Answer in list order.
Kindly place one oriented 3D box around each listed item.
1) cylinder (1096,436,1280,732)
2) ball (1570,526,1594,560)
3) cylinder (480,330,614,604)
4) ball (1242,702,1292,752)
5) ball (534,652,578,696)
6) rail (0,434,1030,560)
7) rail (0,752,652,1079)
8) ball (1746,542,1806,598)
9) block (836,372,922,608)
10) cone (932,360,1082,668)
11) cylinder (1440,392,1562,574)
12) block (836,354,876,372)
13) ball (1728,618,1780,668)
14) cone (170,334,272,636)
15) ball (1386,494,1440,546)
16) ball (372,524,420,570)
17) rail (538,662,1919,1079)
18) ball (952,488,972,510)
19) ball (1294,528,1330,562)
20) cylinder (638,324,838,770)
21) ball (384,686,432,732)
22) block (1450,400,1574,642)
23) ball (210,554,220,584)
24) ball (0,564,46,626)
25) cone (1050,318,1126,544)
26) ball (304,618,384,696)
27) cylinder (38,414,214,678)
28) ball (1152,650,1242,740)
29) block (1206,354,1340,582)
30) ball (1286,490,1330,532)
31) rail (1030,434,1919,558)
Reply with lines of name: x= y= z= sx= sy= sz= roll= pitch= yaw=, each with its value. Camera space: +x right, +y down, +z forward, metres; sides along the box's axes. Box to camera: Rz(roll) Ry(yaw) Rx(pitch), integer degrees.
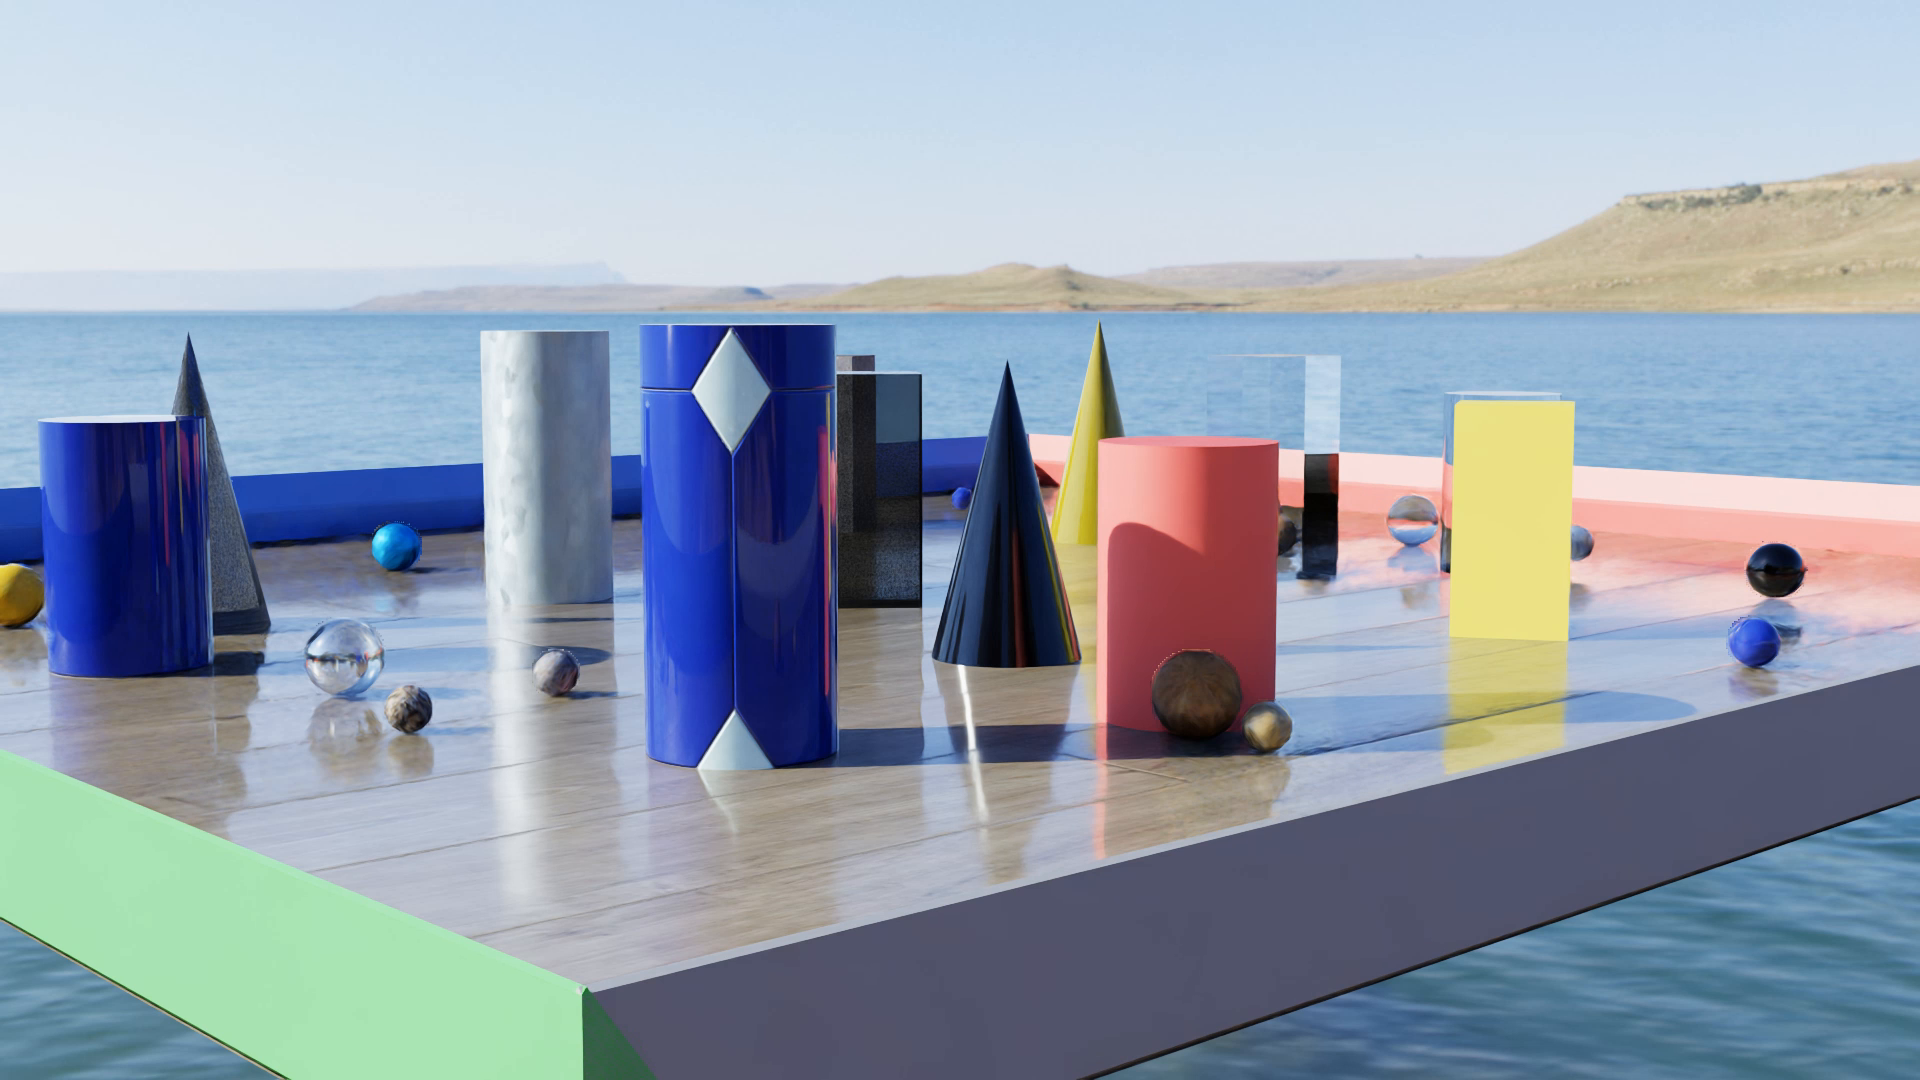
cylinder: x=0.248 y=0.043 z=2.402 sx=0.195 sy=0.303 sz=0.195 roll=0 pitch=6 yaw=0
ball: x=1.049 y=0.005 z=3.746 sx=0.060 sy=0.060 sz=0.060 roll=0 pitch=6 yaw=0
cylinder: x=-0.638 y=-0.117 z=3.405 sx=0.195 sy=0.412 sz=0.195 roll=0 pitch=6 yaw=0
ball: x=0.310 y=0.188 z=2.222 sx=0.051 sy=0.051 sz=0.051 roll=0 pitch=6 yaw=0
ball: x=-0.467 y=0.155 z=2.545 sx=0.051 sy=0.051 sz=0.051 roll=0 pitch=6 yaw=0
rail: x=-1.053 y=-0.086 z=4.467 sx=3.392 sy=0.127 sz=0.045 roll=-5 pitch=8 yaw=-42
rail: x=-1.229 y=0.151 z=2.204 sx=0.045 sy=0.127 sz=3.154 roll=-5 pitch=8 yaw=-42
ball: x=1.262 y=0.047 z=3.402 sx=0.086 sy=0.086 sz=0.086 roll=0 pitch=6 yaw=0
block: x=-0.139 y=-0.080 z=3.350 sx=0.156 sy=0.349 sz=0.156 roll=0 pitch=6 yaw=-4
cone: x=0.060 y=-0.041 z=2.820 sx=0.195 sy=0.383 sz=0.195 roll=0 pitch=6 yaw=0
cylinder: x=0.920 y=-0.098 z=3.743 sx=0.195 sy=0.303 sz=0.195 roll=0 pitch=6 yaw=0
block: x=-0.272 y=-0.203 z=4.521 sx=0.156 sy=0.351 sz=0.156 roll=2 pitch=6 yaw=15
ball: x=0.993 y=0.128 z=2.747 sx=0.061 sy=0.061 sz=0.061 roll=0 pitch=6 yaw=0
cone: x=-1.072 y=-0.084 z=3.076 sx=0.195 sy=0.415 sz=0.195 roll=0 pitch=6 yaw=0
ball: x=0.857 y=-0.038 z=4.159 sx=0.098 sy=0.098 sz=0.098 roll=0 pitch=6 yaw=0
ball: x=-0.965 y=0.012 z=3.763 sx=0.081 sy=0.081 sz=0.081 roll=0 pitch=6 yaw=0
rail: x=1.053 y=0.152 z=2.197 sx=3.392 sy=0.127 sz=0.045 roll=-5 pitch=8 yaw=-42
ball: x=0.006 y=-0.091 z=4.893 sx=0.051 sy=0.051 sz=0.051 roll=0 pitch=6 yaw=0
ball: x=0.622 y=0.009 z=3.887 sx=0.061 sy=0.061 sz=0.061 roll=0 pitch=6 yaw=0
cylinder: x=-0.221 y=-0.001 z=2.208 sx=0.195 sy=0.430 sz=0.195 roll=0 pitch=6 yaw=0
ball: x=-0.582 y=0.179 z=2.321 sx=0.049 sy=0.049 sz=0.049 roll=0 pitch=6 yaw=0
block: x=0.765 y=-0.031 z=3.043 sx=0.156 sy=0.316 sz=0.156 roll=2 pitch=6 yaw=16
ball: x=-1.218 y=0.048 z=3.519 sx=0.060 sy=0.060 sz=0.060 roll=0 pitch=6 yaw=0
ball: x=-1.336 y=0.078 z=3.099 sx=0.088 sy=0.088 sz=0.088 roll=0 pitch=6 yaw=0
cone: x=0.268 y=-0.214 z=4.250 sx=0.195 sy=0.430 sz=0.195 roll=0 pitch=6 yaw=0
ball: x=-0.710 y=0.136 z=2.538 sx=0.090 sy=0.090 sz=0.090 roll=0 pitch=6 yaw=0
cylinder: x=-1.039 y=0.004 z=2.743 sx=0.195 sy=0.310 sz=0.195 roll=0 pitch=6 yaw=0
ball: x=0.244 y=0.161 z=2.269 sx=0.093 sy=0.093 sz=0.093 roll=0 pitch=6 yaw=0
block: x=0.524 y=-0.125 z=3.689 sx=0.156 sy=0.369 sz=0.156 roll=-4 pitch=7 yaw=-34
ball: x=0.693 y=-0.056 z=4.390 sx=0.086 sy=0.086 sz=0.086 roll=0 pitch=6 yaw=0
rail: x=1.229 y=-0.085 z=4.460 sx=0.045 sy=0.127 sz=3.154 roll=-5 pitch=8 yaw=-42
